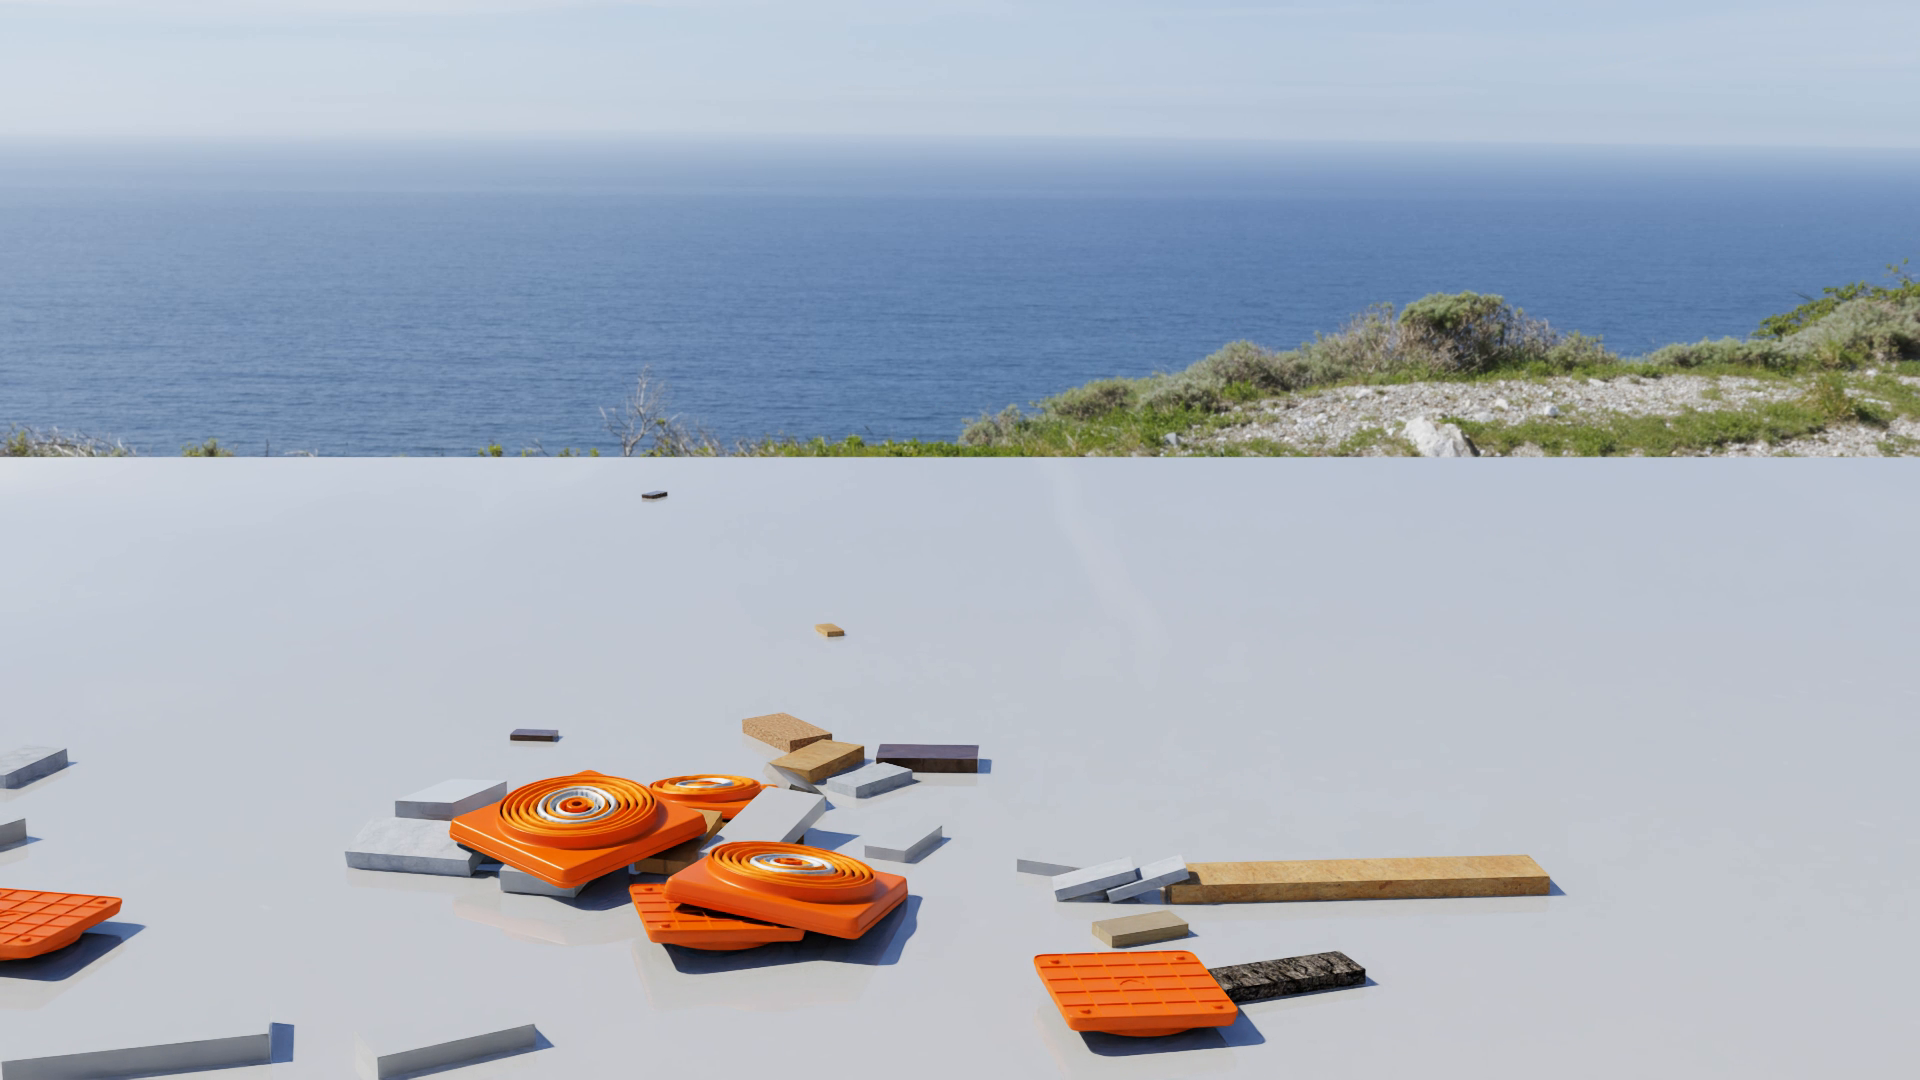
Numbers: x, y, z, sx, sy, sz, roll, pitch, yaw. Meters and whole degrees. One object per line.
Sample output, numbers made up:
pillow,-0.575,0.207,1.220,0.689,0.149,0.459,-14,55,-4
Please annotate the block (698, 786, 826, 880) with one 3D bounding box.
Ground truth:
block,-0.346,0.513,3.876,0.114,0.032,0.280,7,20,19

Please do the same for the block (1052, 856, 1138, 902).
block,0.223,0.564,3.662,0.137,0.019,0.068,-15,11,1

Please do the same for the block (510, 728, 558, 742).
block,-0.892,0.409,4.608,0.091,0.013,0.045,1,11,6

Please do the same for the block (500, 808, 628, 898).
block,-0.678,0.535,3.780,0.131,0.037,0.262,4,17,11

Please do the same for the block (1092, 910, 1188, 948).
block,0.285,0.615,3.481,0.137,0.019,0.068,-5,11,-23

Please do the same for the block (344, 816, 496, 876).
block,-0.936,0.531,3.822,0.229,0.032,0.114,2,25,12

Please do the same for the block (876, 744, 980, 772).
block,-0.064,0.438,4.411,0.202,0.029,0.101,0,11,2

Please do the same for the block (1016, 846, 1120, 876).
block,0.188,0.558,3.780,0.161,0.023,0.081,5,12,24

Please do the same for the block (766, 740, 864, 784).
block,-0.287,0.442,4.389,0.101,0.029,0.202,6,12,29

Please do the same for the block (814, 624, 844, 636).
block,-0.331,0.228,5.581,0.045,0.013,0.091,-5,11,-23

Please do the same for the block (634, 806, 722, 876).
block,-0.491,0.526,3.846,0.097,0.027,0.194,4,20,11

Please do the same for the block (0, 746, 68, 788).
block,-1.870,0.449,4.355,0.097,0.027,0.194,2,11,13

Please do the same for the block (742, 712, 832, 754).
block,-0.362,0.403,4.597,0.101,0.029,0.202,-7,13,-34

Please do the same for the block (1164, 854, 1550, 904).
block,0.661,0.569,3.695,0.635,0.031,0.111,-1,11,-4

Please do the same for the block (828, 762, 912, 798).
block,-0.175,0.466,4.274,0.078,0.022,0.157,9,14,41

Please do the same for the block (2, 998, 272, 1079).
block,-1.127,0.690,3.028,0.339,0.037,0.131,-3,11,-16

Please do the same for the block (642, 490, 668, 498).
block,-1.064,-0.157,7.659,0.045,0.013,0.091,5,12,27

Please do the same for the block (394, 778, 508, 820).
block,-0.943,0.481,4.086,0.114,0.032,0.229,0,4,13

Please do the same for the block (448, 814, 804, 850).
block,-0.624,0.524,3.951,0.685,0.027,0.097,-1,11,-3

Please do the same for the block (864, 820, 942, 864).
block,-0.100,0.535,3.906,0.078,0.022,0.157,5,11,23

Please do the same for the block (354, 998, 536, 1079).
block,-0.714,0.689,3.050,0.221,0.031,0.111,-6,12,-31

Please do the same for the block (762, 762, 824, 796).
block,-0.316,0.466,4.188,0.078,0.022,0.157,24,0,-24

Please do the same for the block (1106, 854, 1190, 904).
block,0.309,0.562,3.653,0.137,0.019,0.068,-18,10,2

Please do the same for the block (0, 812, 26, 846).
block,-1.803,0.532,3.878,0.131,0.037,0.262,6,12,31

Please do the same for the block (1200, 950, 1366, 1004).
block,0.481,0.651,3.277,0.235,0.023,0.081,-4,11,-19
